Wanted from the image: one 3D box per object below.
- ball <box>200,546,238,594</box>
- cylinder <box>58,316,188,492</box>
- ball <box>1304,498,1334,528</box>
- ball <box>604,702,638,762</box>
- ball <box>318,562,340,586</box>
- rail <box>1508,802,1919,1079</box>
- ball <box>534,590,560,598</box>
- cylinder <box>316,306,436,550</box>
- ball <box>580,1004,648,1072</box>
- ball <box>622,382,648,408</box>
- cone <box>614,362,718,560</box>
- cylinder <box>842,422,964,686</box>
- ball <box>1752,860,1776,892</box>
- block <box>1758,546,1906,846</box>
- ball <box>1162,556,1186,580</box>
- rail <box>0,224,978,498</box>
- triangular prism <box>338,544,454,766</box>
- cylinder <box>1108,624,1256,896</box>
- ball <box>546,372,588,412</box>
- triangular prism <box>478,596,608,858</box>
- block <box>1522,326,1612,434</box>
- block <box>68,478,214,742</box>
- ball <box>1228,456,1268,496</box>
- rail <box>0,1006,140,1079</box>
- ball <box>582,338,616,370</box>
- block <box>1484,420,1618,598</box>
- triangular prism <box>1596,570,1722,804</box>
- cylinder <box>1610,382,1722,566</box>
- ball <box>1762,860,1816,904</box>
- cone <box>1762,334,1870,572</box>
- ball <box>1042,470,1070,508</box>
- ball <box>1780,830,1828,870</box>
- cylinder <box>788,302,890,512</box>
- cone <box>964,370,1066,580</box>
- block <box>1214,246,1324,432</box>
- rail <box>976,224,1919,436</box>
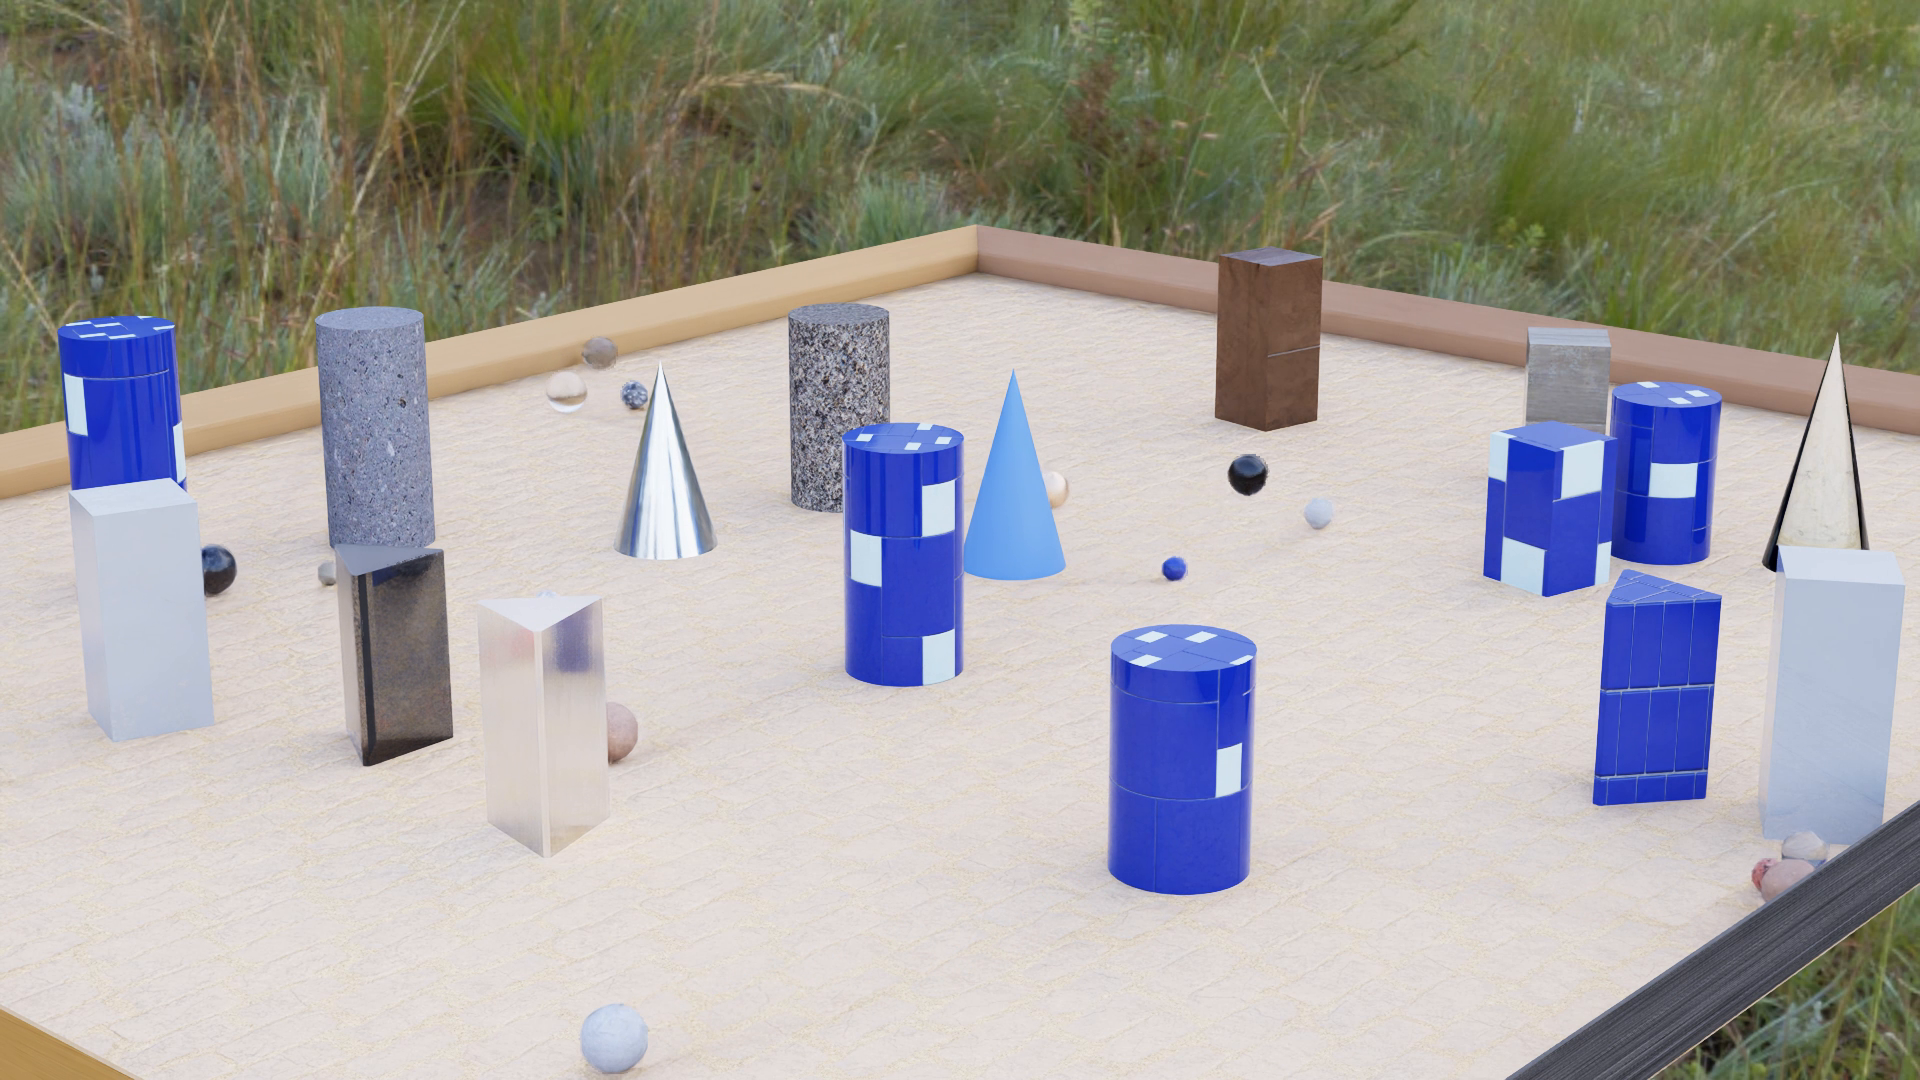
[{"bbox_3d":[-1.307,0.051,5.129,0.085,0.085,0.085,0,17,0],"label":"ball"},{"bbox_3d":[-1.446,-0.138,5.091,0.194,0.470,0.194,0,17,0],"label":"cylinder"},{"bbox_3d":[0.675,-0.050,5.516,0.056,0.056,0.056,0,17,0],"label":"ball"},{"bbox_3d":[-0.522,0.284,4.348,0.090,0.090,0.090,0,17,0],"label":"ball"},{"bbox_3d":[-1.113,0.060,5.176,0.042,0.042,0.042,0,17,0],"label":"ball"},{"bbox_3d":[1.344,0.369,4.003,0.045,0.126,4.284,14,22,39],"label":"rail"},{"bbox_3d":[-0.704,0.110,4.994,0.051,0.051,0.051,0,17,0],"label":"ball"},{"bbox_3d":[-1.072,-0.201,5.383,0.194,0.422,0.194,0,17,0],"label":"cylinder"},{"bbox_3d":[-0.400,0.577,3.397,0.079,0.079,0.079,0,17,0],"label":"ball"},{"bbox_3d":[-0.708,-0.316,6.393,0.058,0.058,0.058,0,17,0],"label":"ball"},{"bbox_3d":[-0.544,-0.159,5.372,0.194,0.349,0.194,0,17,0],"label":"cone"},{"bbox_3d":[-0.090,0.022,4.708,0.194,0.385,0.194,0,17,0],"label":"cylinder"},{"bbox_3d":[1.074,0.446,3.890,0.045,0.045,0.045,0,17,0],"label":"ball"},{"bbox_3d":[1.207,0.216,4.075,0.155,0.380,0.155,3,17,11],"label":"block"},{"bbox_3d":[0.379,0.051,5.203,0.043,0.043,0.043,0,17,0],"label":"ball"},{"bbox_3d":[-1.344,-0.305,6.237,0.045,0.126,4.284,14,22,39],"label":"rail"},{"bbox_3d":[-0.880,0.161,4.399,0.146,0.296,0.168,14,22,38],"label":"triangular prism"},{"bbox_3d":[0.297,0.292,3.934,0.194,0.314,0.194,0,17,0],"label":"cylinder"},{"bbox_3d":[-0.852,-0.320,6.355,0.089,0.089,0.089,0,17,0],"label":"ball"},{"bbox_3d":[-0.556,0.247,4.065,0.146,0.326,0.168,-12,21,-35],"label":"triangular prism"},{"bbox_3d":[1.198,-0.262,5.812,0.155,0.290,0.155,3,17,9],"label":"block"},{"bbox_3d":[-1.250,0.105,4.481,0.155,0.357,0.155,-9,19,-28],"label":"block"},{"bbox_3d":[0.562,-0.126,5.731,0.077,0.077,0.077,0,17,0],"label":"ball"},{"bbox_3d":[-1.389,0.494,3.589,3.607,0.126,0.045,14,22,39],"label":"rail"},{"bbox_3d":[-0.829,-0.428,6.733,0.076,0.076,0.076,0,17,0],"label":"ball"},{"bbox_3d":[1.042,-0.057,5.180,0.155,0.263,0.155,-12,20,-34],"label":"block"},{"bbox_3d":[0.979,0.208,4.229,0.168,0.304,0.146,-3,17,-9],"label":"triangular prism"},{"bbox_3d":[1.279,-0.123,5.345,0.194,0.294,0.194,0,17,0],"label":"cylinder"},{"bbox_3d":[1.081,0.454,3.803,0.080,0.080,0.080,0,17,0],"label":"ball"},{"bbox_3d":[1.548,-0.161,5.232,0.194,0.431,0.194,0,17,0],"label":"cone"},{"bbox_3d":[0.175,-0.097,5.642,0.073,0.073,0.073,0,17,0],"label":"ball"},{"bbox_3d":[1.136,0.421,3.944,0.061,0.061,0.061,0,17,0],"label":"ball"},{"bbox_3d":[-0.232,-0.256,5.658,0.194,0.369,0.194,0,17,0],"label":"cylinder"},{"bbox_3d":[0.095,-0.130,5.248,0.194,0.364,0.194,0,17,0],"label":"cone"},{"bbox_3d":[0.658,-0.430,6.257,0.155,0.356,0.155,-13,21,-37],"label":"block"},{"bbox_3d":[1.389,-0.430,6.652,3.607,0.126,0.045,14,22,39],"label":"rail"}]
